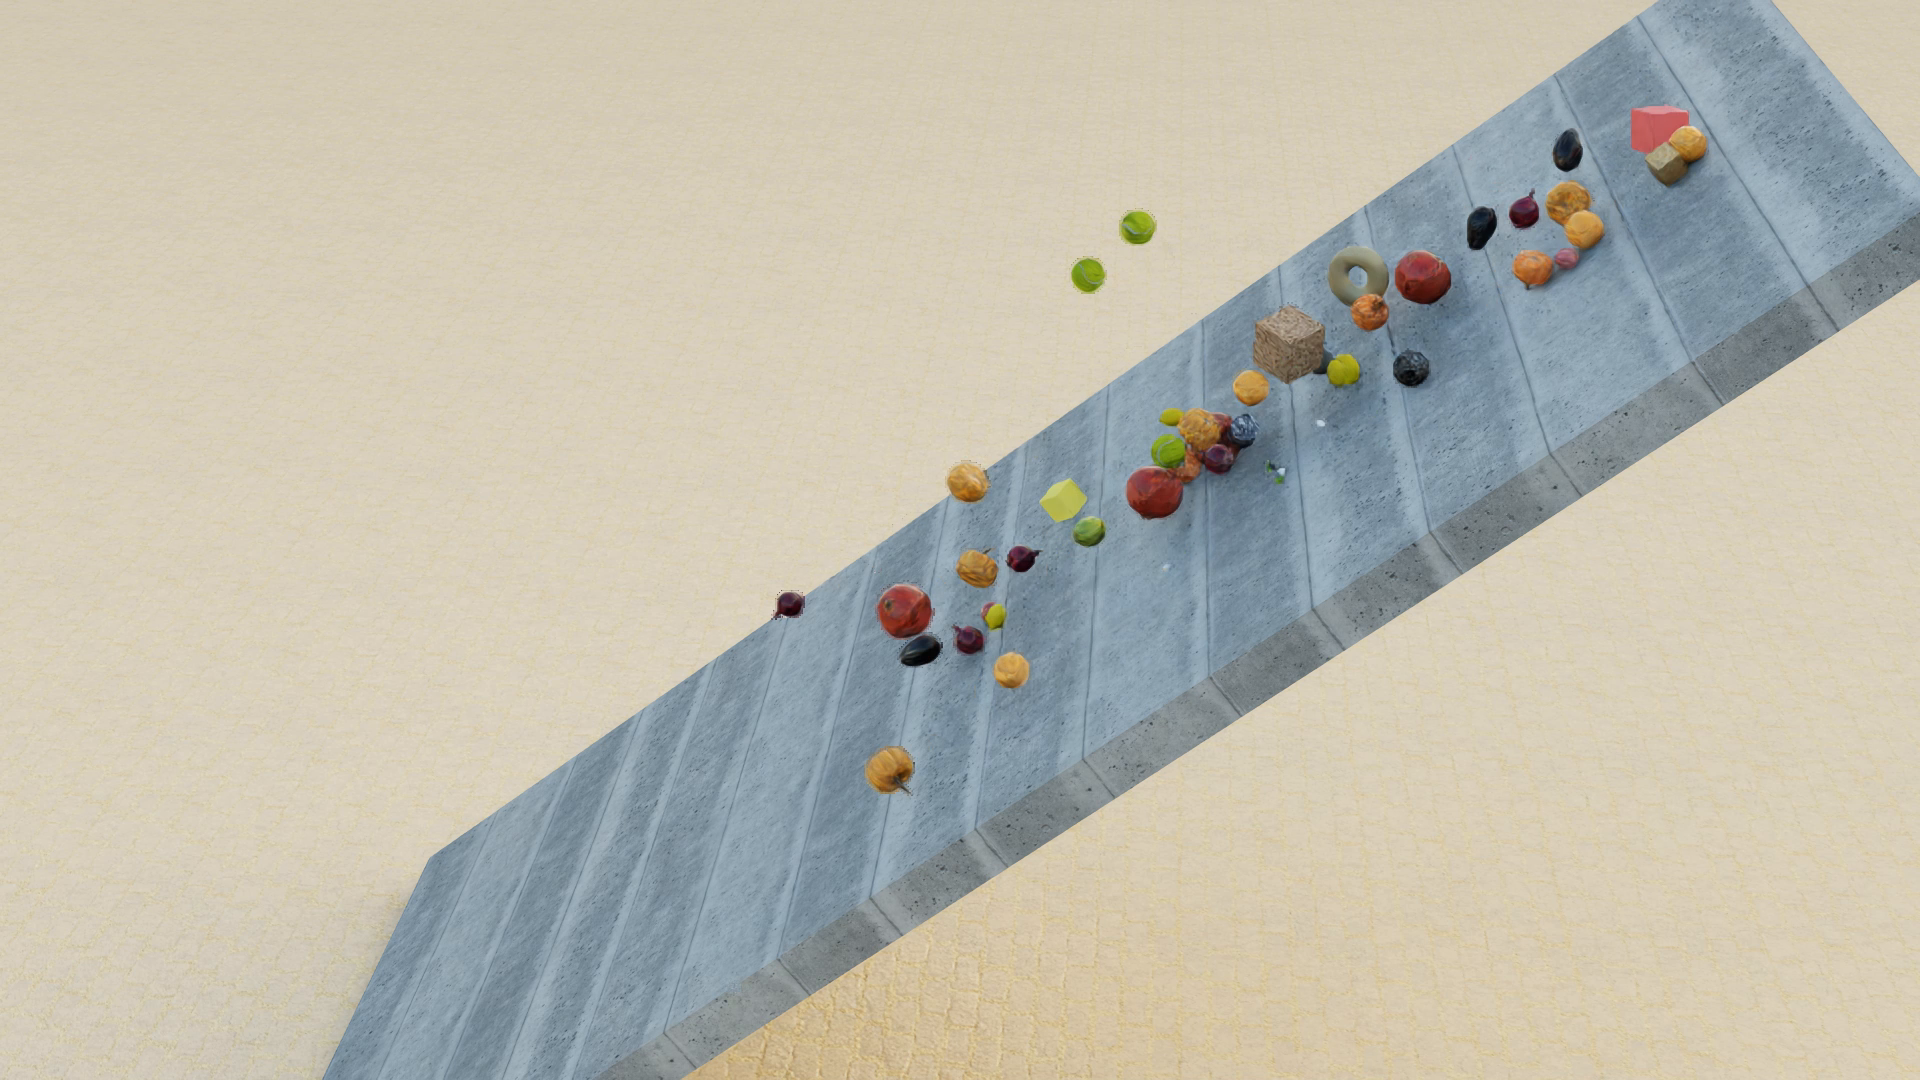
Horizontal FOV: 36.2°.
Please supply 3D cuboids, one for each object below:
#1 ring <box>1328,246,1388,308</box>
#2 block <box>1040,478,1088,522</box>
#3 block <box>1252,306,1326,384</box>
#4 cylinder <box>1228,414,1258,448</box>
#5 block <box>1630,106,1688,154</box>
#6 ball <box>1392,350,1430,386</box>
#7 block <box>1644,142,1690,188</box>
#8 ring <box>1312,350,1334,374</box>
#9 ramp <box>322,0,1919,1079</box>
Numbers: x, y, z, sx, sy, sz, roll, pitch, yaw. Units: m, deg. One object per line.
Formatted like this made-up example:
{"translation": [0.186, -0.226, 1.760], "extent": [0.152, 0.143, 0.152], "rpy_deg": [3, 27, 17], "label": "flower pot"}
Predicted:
{"translation": [0.838, -0.554, 6.186], "extent": [0.134, 0.134, 0.045], "rpy_deg": [12, 25, 26], "label": "ring"}
{"translation": [0.230, -0.087, 6.531], "extent": [0.063, 0.063, 0.063], "rpy_deg": [-19, 26, 52], "label": "block"}
{"translation": [0.664, -0.395, 5.942], "extent": [0.099, 0.099, 0.099], "rpy_deg": [-28, 47, -31], "label": "block"}
{"translation": [0.576, -0.221, 5.981], "extent": [0.055, 0.055, 0.055], "rpy_deg": [-1, -14, -3], "label": "cylinder"}
{"translation": [1.379, -0.808, 5.798], "extent": [0.080, 0.080, 0.080], "rpy_deg": [-8, 19, -18], "label": "block"}
{"translation": [0.877, -0.334, 5.720], "extent": [0.071, 0.071, 0.071], "rpy_deg": [0, 23, 0], "label": "ball"}
{"translation": [1.367, -0.726, 5.692], "extent": [0.052, 0.052, 0.052], "rpy_deg": [-38, 41, 3], "label": "block"}
{"translation": [0.719, -0.374, 6.047], "extent": [0.107, 0.036, 0.107], "rpy_deg": [17, -12, 4], "label": "ring"}
{"translation": [0.127, 0.180, 6.326], "extent": [4.000, 0.100, 2.000], "rpy_deg": [-35, 16, 17], "label": "ramp"}
